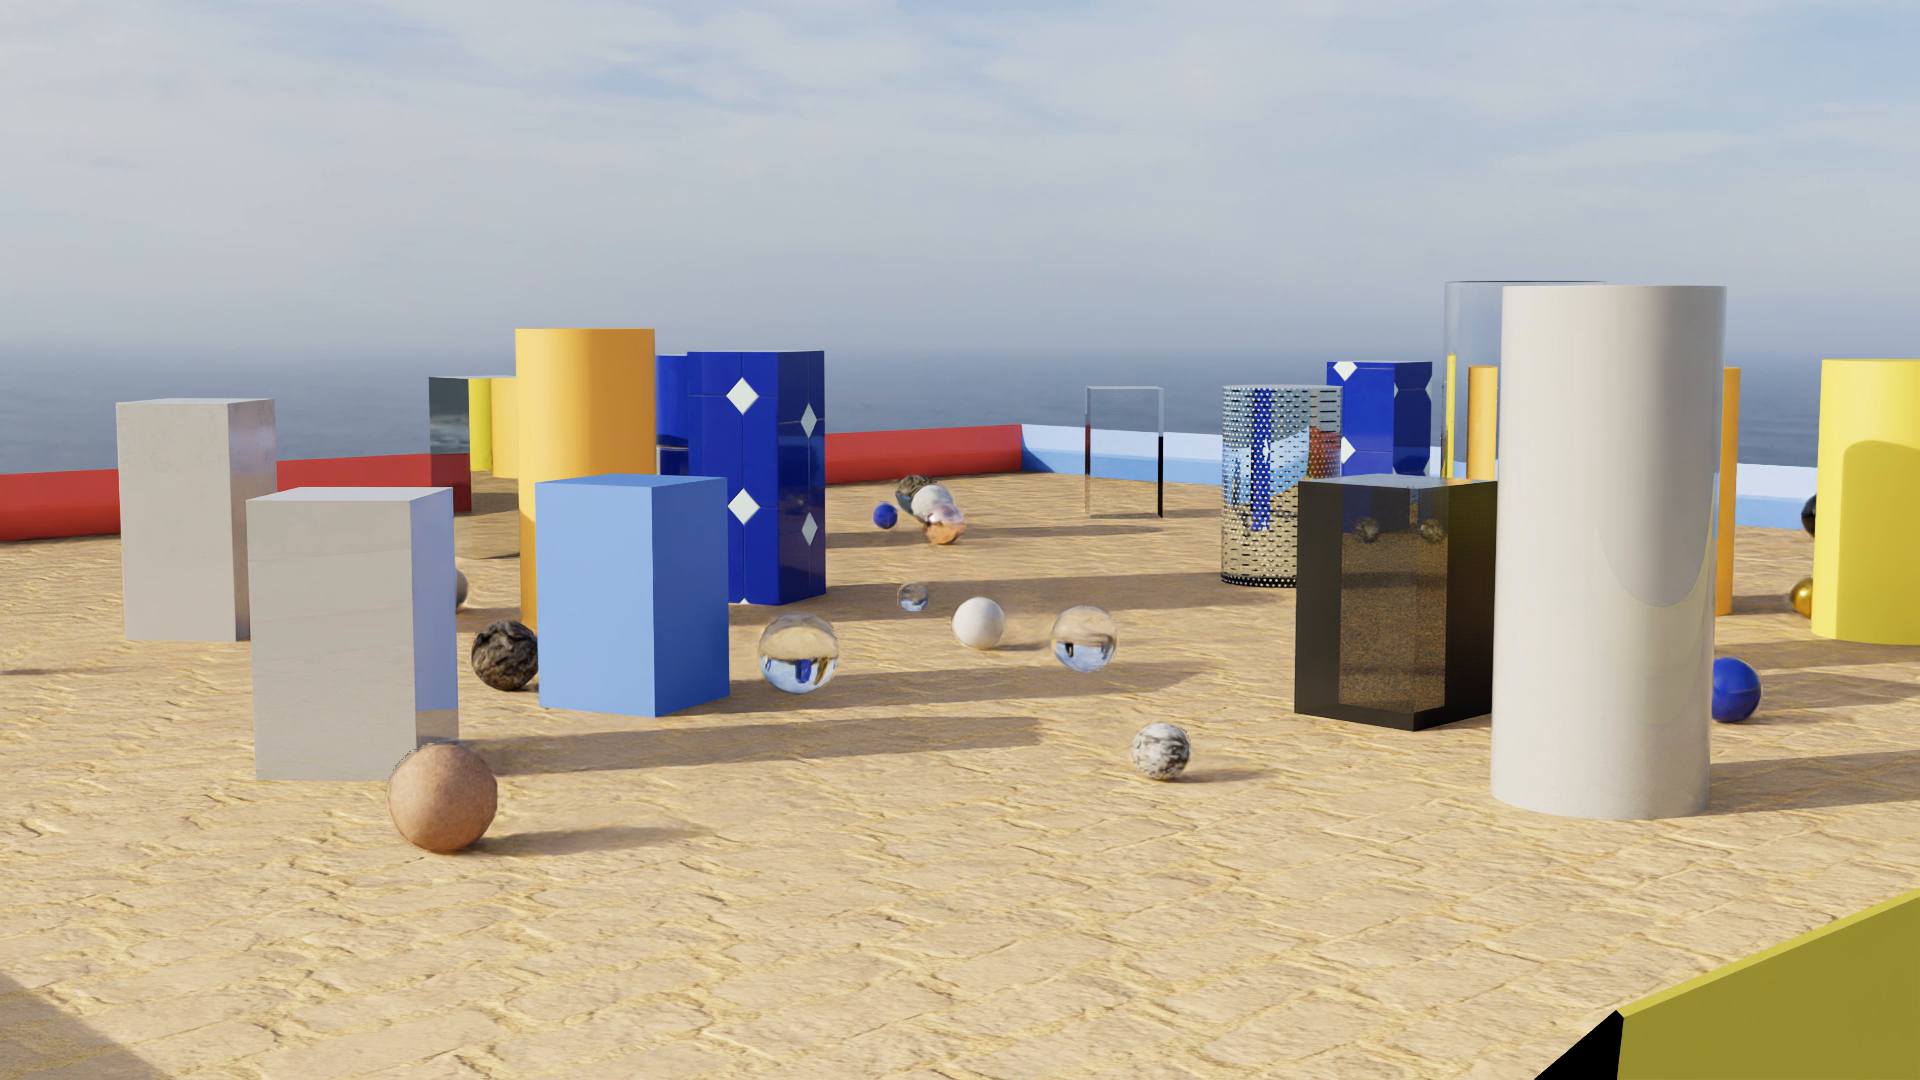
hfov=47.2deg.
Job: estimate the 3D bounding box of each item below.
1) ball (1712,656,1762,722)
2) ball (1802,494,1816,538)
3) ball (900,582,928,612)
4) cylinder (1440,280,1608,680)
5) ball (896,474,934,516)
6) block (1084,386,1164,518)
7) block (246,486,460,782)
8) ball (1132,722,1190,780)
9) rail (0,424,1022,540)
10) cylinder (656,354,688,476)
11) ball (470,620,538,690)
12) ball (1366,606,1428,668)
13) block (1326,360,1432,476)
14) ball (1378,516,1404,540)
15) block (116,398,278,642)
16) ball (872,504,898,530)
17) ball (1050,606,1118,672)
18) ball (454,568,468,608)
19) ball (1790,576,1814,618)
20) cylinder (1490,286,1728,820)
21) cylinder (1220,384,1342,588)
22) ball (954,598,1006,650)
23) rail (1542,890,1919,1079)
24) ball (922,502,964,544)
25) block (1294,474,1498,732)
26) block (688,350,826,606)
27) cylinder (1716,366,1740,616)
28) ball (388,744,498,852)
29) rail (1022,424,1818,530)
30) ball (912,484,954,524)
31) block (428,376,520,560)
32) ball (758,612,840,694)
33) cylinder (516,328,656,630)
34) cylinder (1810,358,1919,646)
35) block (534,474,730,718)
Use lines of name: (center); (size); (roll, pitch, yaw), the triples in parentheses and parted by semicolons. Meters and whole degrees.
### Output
ball: (0.828, 0.162, 2.373); (0.071, 0.071, 0.071); (0, 6, 0)
ball: (1.668, -0.045, 4.226); (0.096, 0.096, 0.096); (0, 6, 0)
ball: (-0.068, 0.085, 3.238); (0.043, 0.043, 0.043); (0, 6, 0)
cylinder: (0.690, -0.078, 2.710); (0.193, 0.477, 0.193); (0, 6, 0)
ball: (-0.093, -0.097, 4.751); (0.089, 0.089, 0.089); (0, 6, 0)
block: (0.353, -0.191, 4.746); (0.155, 0.276, 0.155); (0, 6, -1)
block: (-0.588, 0.087, 2.145); (0.155, 0.267, 0.155); (0, 6, 2)
ball: (0.190, 0.200, 2.083); (0.055, 0.055, 0.055); (0, 6, 0)
rail: (-1.288, -0.113, 4.721); (4.015, 0.126, 0.045); (-6, 8, -42)
cylinder: (-0.484, -0.175, 4.204); (0.193, 0.358, 0.193); (0, 6, 0)
ball: (-0.532, 0.135, 2.576); (0.081, 0.081, 0.081); (0, 6, 0)
ball: (0.545, 0.121, 2.742); (0.076, 0.076, 0.076); (0, 6, 0)
block: (0.853, -0.195, 4.487); (0.155, 0.338, 0.155); (5, 8, 40)
ball: (0.834, -0.024, 4.255); (0.047, 0.047, 0.047); (0, 6, 0)
block: (-1.041, -0.031, 3.018); (0.155, 0.320, 0.155); (1, 6, 5)
ball: (-0.151, -0.048, 4.461); (0.052, 0.052, 0.052); (0, 6, 0)
ball: (0.153, 0.121, 2.704); (0.082, 0.082, 0.082); (0, 6, 0)
ball: (-0.760, 0.072, 3.243); (0.069, 0.069, 0.069); (0, 6, 0)
ball: (1.231, 0.083, 3.178); (0.060, 0.060, 0.060); (0, 6, 0)
cylinder: (0.585, 0.004, 1.993); (0.193, 0.464, 0.193); (0, 6, 0)
cylinder: (0.526, -0.092, 3.599); (0.193, 0.319, 0.193); (0, 6, 0)
ball: (0.026, 0.109, 2.888); (0.068, 0.068, 0.068); (0, 6, 0)
rail: (1.288, 0.179, 1.944); (4.015, 0.126, 0.045); (-6, 8, -42)
ball: (-0.031, -0.031, 4.169); (0.080, 0.080, 0.080); (0, 6, 0)
block: (0.479, 0.063, 2.419); (0.155, 0.258, 0.155); (6, 8, 45)
block: (-0.312, -0.101, 3.391); (0.155, 0.380, 0.155); (3, 7, 23)
cylinder: (1.050, -0.076, 3.262); (0.193, 0.359, 0.193); (0, 6, 0)
ball: (-0.425, 0.212, 1.810); (0.088, 0.088, 0.088); (0, 6, 0)
rail: (1.458, -0.108, 4.670); (0.045, 0.126, 3.847); (-6, 8, -42)
ball: (-0.055, -0.069, 4.501); (0.087, 0.087, 0.087); (0, 6, 0)
block: (-0.858, -0.136, 4.008); (0.155, 0.322, 0.155); (-5, 8, -40)
ball: (-0.187, 0.131, 2.552); (0.095, 0.095, 0.095); (0, 6, 0)
cylinder: (-0.527, -0.090, 3.115); (0.193, 0.417, 0.193); (0, 6, 0)
cylinder: (1.272, -0.057, 3.000); (0.193, 0.375, 0.193); (0, 6, 0)
block: (-0.370, 0.058, 2.494); (0.155, 0.253, 0.155); (3, 7, 26)
